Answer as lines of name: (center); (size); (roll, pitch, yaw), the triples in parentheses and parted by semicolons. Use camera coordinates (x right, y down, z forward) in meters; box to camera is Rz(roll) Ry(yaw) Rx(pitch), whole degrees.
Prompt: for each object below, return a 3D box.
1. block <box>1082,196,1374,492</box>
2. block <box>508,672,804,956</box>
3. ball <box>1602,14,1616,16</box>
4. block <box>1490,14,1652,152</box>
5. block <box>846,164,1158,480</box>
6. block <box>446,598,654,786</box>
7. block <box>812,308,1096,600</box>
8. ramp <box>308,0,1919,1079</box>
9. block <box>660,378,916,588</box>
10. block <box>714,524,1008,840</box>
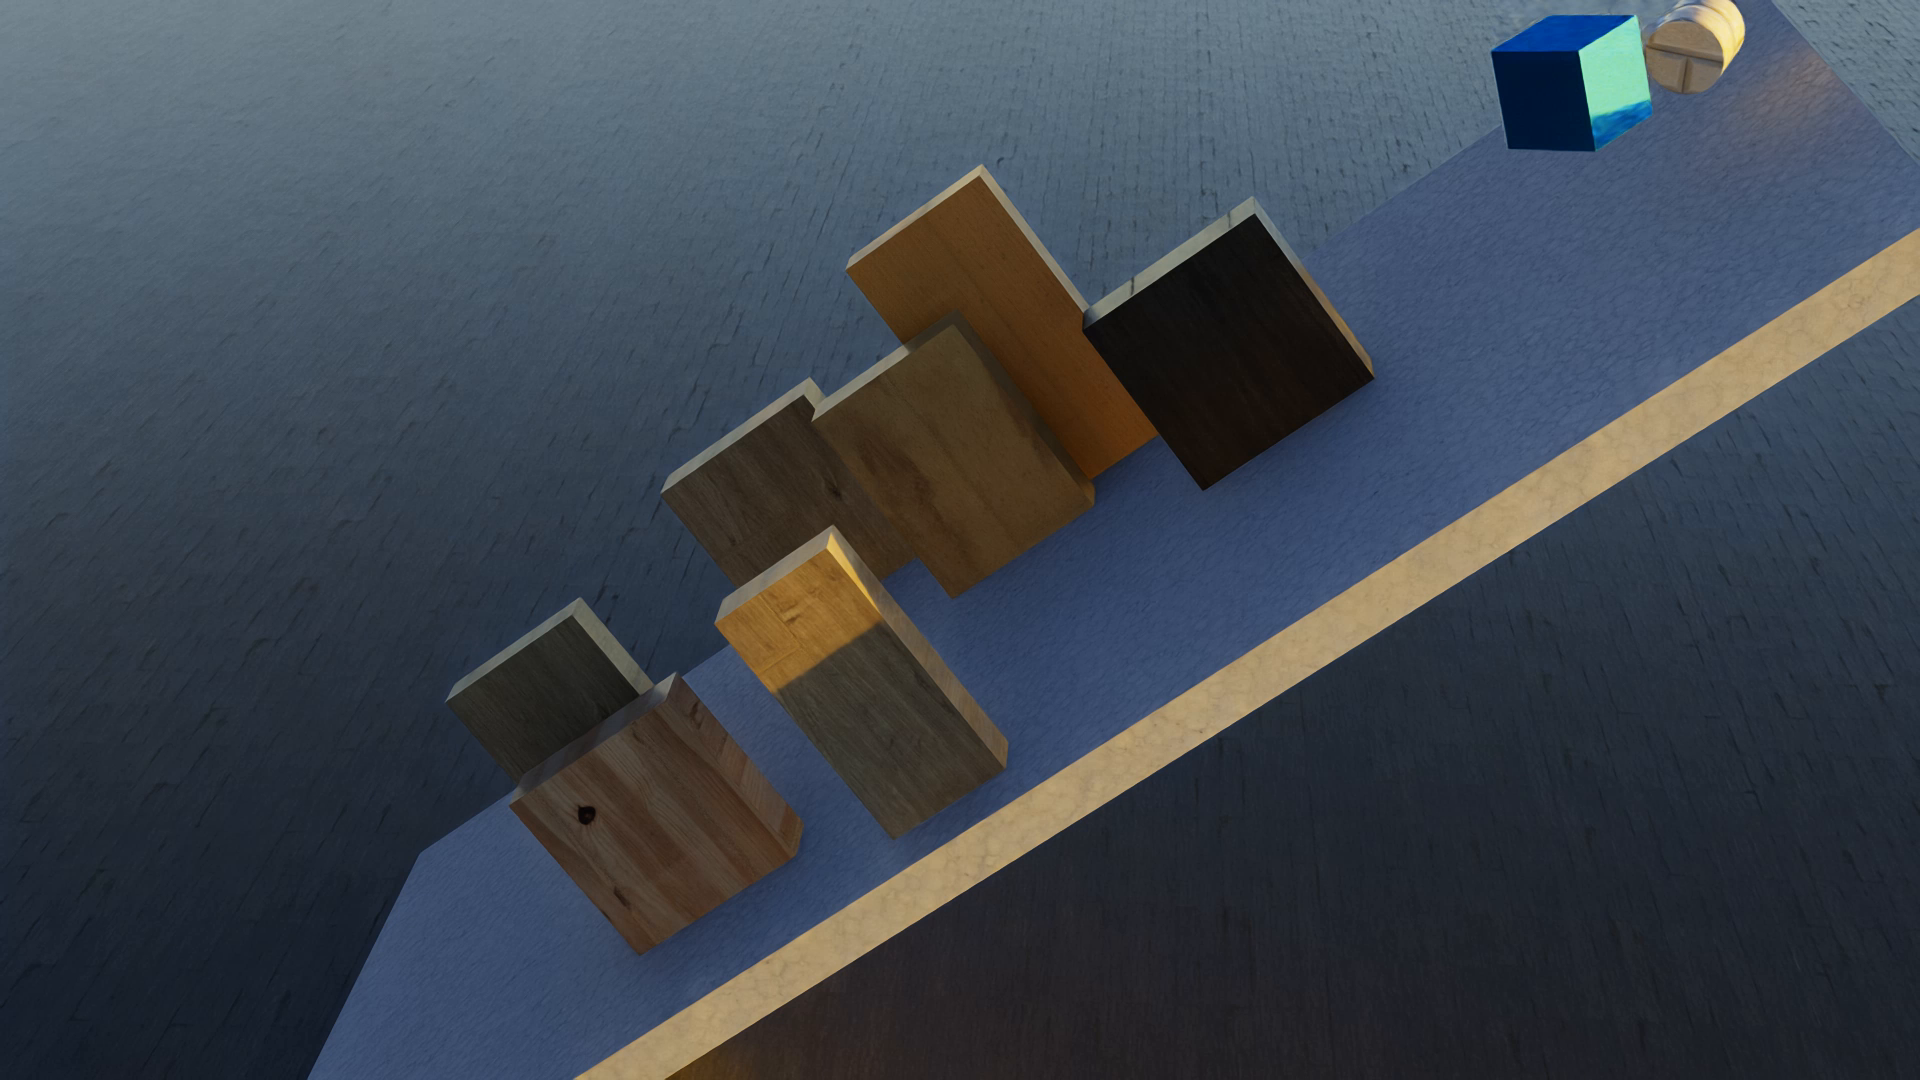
block: (0.549, -0.400, 6.031); (0.424, 0.427, 0.131); (-34, 16, 16)
block: (-0.610, 0.555, 5.935); (0.407, 0.418, 0.136); (-34, 16, 16)
ball: (1.255, -0.959, 5.698); (0.117, 0.117, 0.117); (0, 22, 0)
block: (1.151, -0.860, 5.529); (0.195, 0.195, 0.195); (10, 33, 45)
block: (0.111, -0.443, 6.594); (0.371, 0.715, 0.098); (-34, 16, 16)
block: (-0.750, 0.455, 6.189); (0.346, 0.601, 0.094); (-34, 16, 16)
block: (-0.012, -0.188, 6.516); (0.390, 0.518, 0.114); (-34, 16, 16)
ramp: (0.131, 0.178, 6.317); (4.000, 0.100, 2.000); (-34, 16, 16)
block: (-0.394, -0.066, 7.093); (0.439, 0.484, 0.127); (-34, 16, 16)
block: (-0.181, 0.271, 5.531); (0.265, 0.550, 0.116); (-34, 16, 16)
